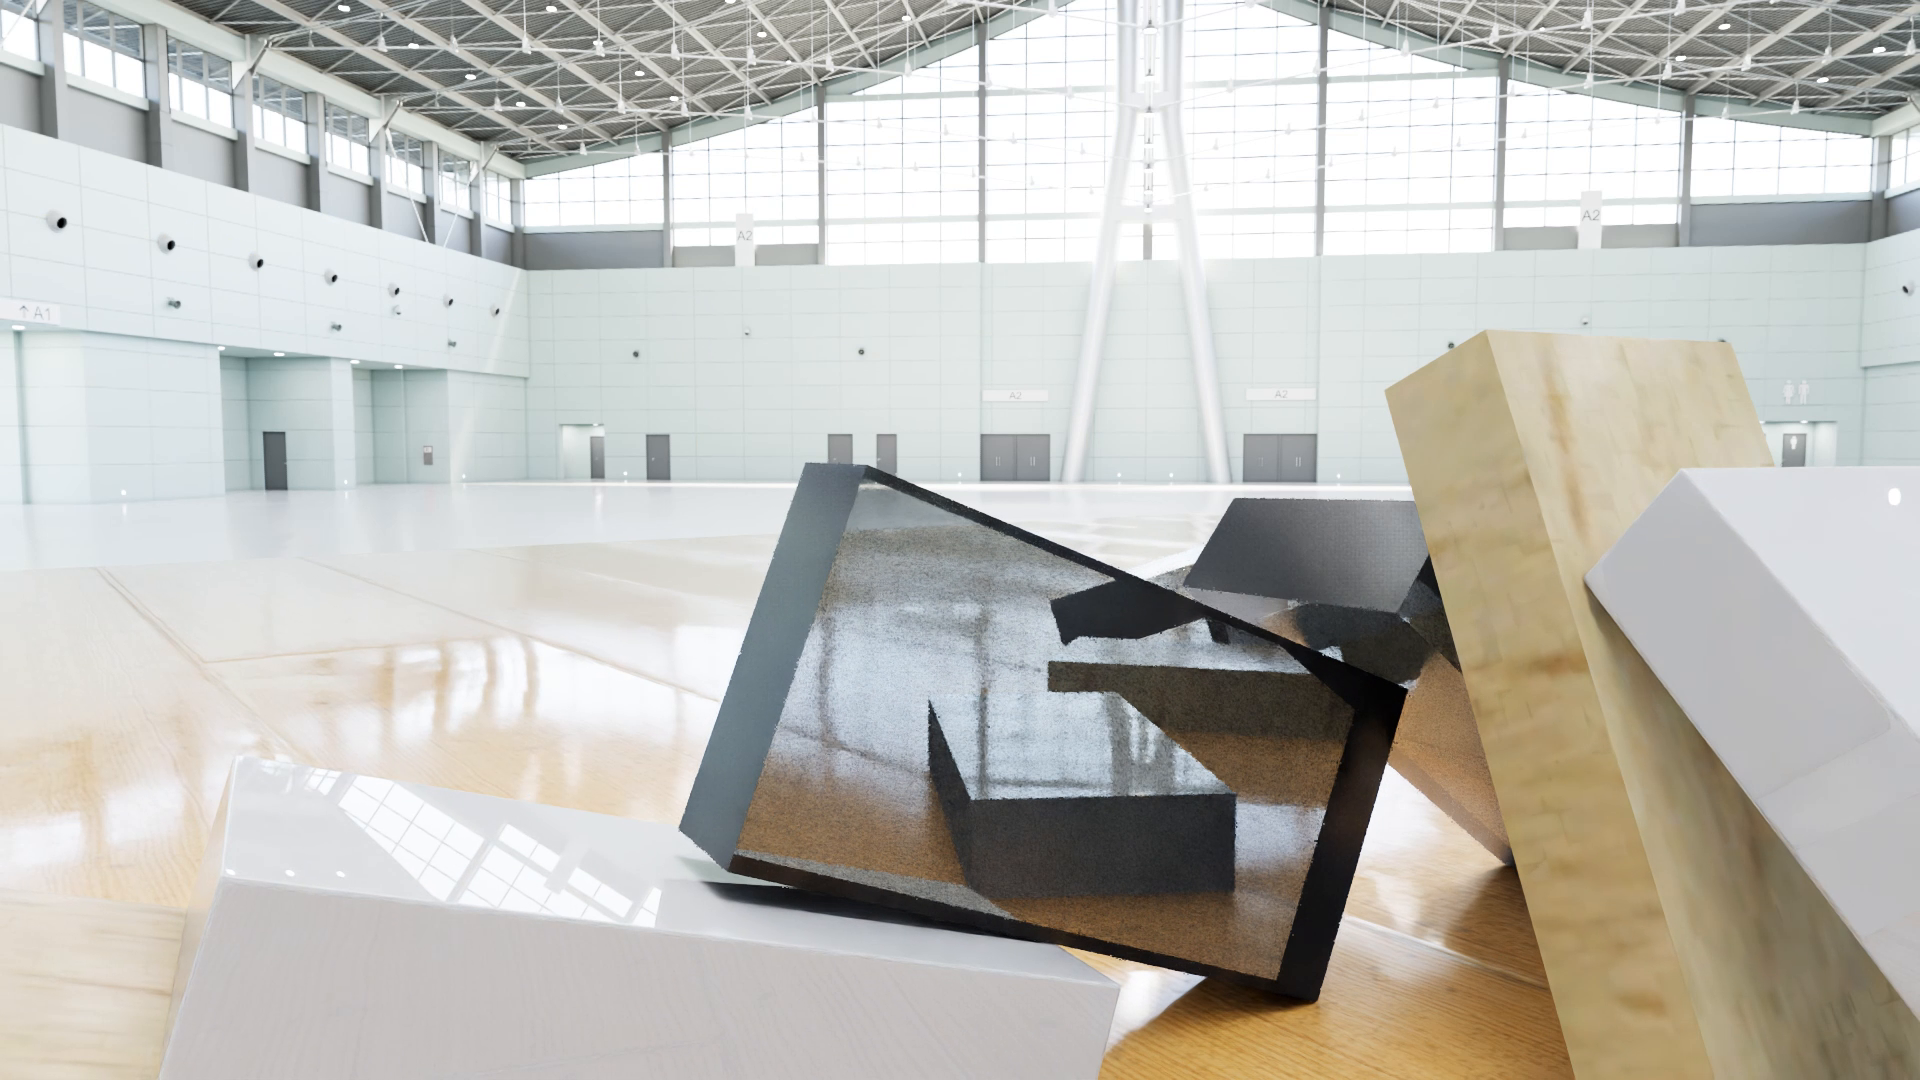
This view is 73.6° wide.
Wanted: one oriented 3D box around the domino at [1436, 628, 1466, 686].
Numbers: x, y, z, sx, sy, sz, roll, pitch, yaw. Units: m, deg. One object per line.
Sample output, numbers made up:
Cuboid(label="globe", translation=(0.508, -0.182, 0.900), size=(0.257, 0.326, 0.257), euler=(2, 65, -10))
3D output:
Cuboid(label="domino", translation=(0.073, 0.018, 0.122), size=(0.050, 0.010, 0.025), euler=(26, -9, -27))

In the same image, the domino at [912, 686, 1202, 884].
Cuboid(label="domino", translation=(0.009, 0.027, 0.150), size=(0.025, 0.010, 0.050), euler=(0, 4, -6))

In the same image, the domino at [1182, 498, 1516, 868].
Cuboid(label="domino", translation=(0.045, 0.015, 0.110), size=(0.050, 0.010, 0.025), euler=(39, -14, -22))

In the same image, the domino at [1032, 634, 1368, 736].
Cuboid(label="domino", translation=(0.039, 0.022, 0.205), size=(0.050, 0.010, 0.025), euler=(1, 4, 16))

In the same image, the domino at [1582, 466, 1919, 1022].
Cuboid(label="domino", translation=(0.058, 0.017, 0.065), size=(0.025, 0.009, 0.050), euler=(-2, 48, -22))

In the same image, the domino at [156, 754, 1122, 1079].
Cuboid(label="domino", translation=(-0.018, 0.025, 0.078), size=(0.050, 0.010, 0.025), euler=(17, -4, -28))

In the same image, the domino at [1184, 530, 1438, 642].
Cuboid(label="domino", translation=(0.075, 0.010, 0.269), size=(0.050, 0.010, 0.025), euler=(-17, 3, 2))

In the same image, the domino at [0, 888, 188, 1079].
Cuboid(label="domino", translation=(-0.048, 0.026, 0.063), size=(0.050, 0.010, 0.025), euler=(17, -5, -28))

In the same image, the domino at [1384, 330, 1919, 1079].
Cuboid(label="domino", translation=(0.047, 0.011, 0.086), size=(0.025, 0.050, 0.009), euler=(-2, -17, -26))

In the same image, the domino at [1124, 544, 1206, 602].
Cuboid(label="domino", translation=(0.043, 0.010, 0.268), size=(0.050, 0.010, 0.025), euler=(-17, 3, -7))

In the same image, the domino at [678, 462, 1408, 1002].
Cuboid(label="domino", translation=(0.009, 0.015, 0.091), size=(0.050, 0.025, 0.009), euler=(22, -7, -29))

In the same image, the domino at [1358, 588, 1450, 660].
Cuboid(label="domino", translation=(0.106, 0.011, 0.257), size=(0.050, 0.009, 0.025), euler=(-17, -1, 18))
